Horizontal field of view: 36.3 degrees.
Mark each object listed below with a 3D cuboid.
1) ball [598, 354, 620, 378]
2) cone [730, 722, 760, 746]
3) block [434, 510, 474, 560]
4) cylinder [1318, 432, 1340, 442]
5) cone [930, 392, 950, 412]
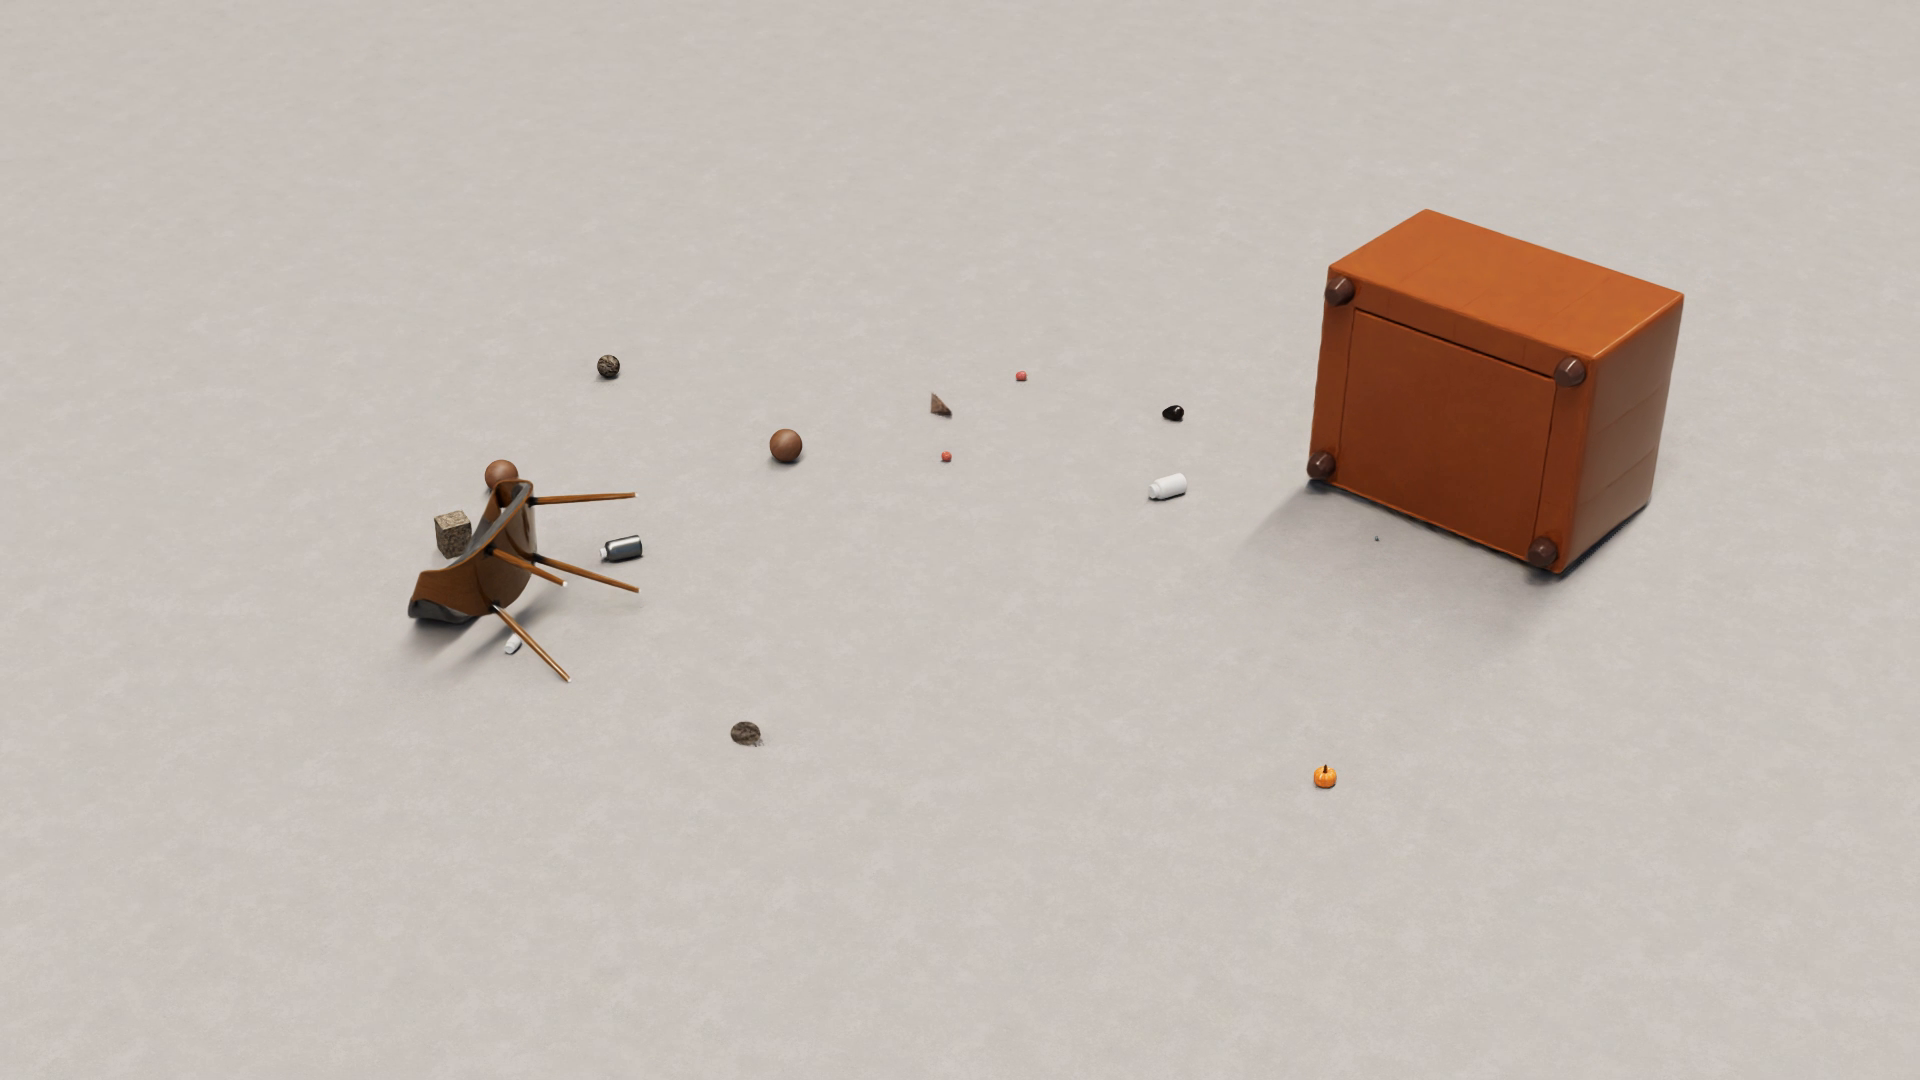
[{"bbox_3d":[-1.431,-0.708,11.934,0.093,0.093,0.093,0,33,0],"label":"ball"},{"bbox_3d":[-0.708,0.641,9.935,0.106,0.082,0.111,-7,9,17],"label":"cone"},{"bbox_3d":[-1.873,-0.020,10.855,0.109,0.132,0.099,-16,37,-23],"label":"block"},{"bbox_3d":[1.452,-0.407,11.531,0.058,0.034,0.073,7,9,31],"label":"cylinder"},{"bbox_3d":[-0.095,-0.529,11.715,0.064,0.089,0.158,-43,41,0],"label":"cone"}]
